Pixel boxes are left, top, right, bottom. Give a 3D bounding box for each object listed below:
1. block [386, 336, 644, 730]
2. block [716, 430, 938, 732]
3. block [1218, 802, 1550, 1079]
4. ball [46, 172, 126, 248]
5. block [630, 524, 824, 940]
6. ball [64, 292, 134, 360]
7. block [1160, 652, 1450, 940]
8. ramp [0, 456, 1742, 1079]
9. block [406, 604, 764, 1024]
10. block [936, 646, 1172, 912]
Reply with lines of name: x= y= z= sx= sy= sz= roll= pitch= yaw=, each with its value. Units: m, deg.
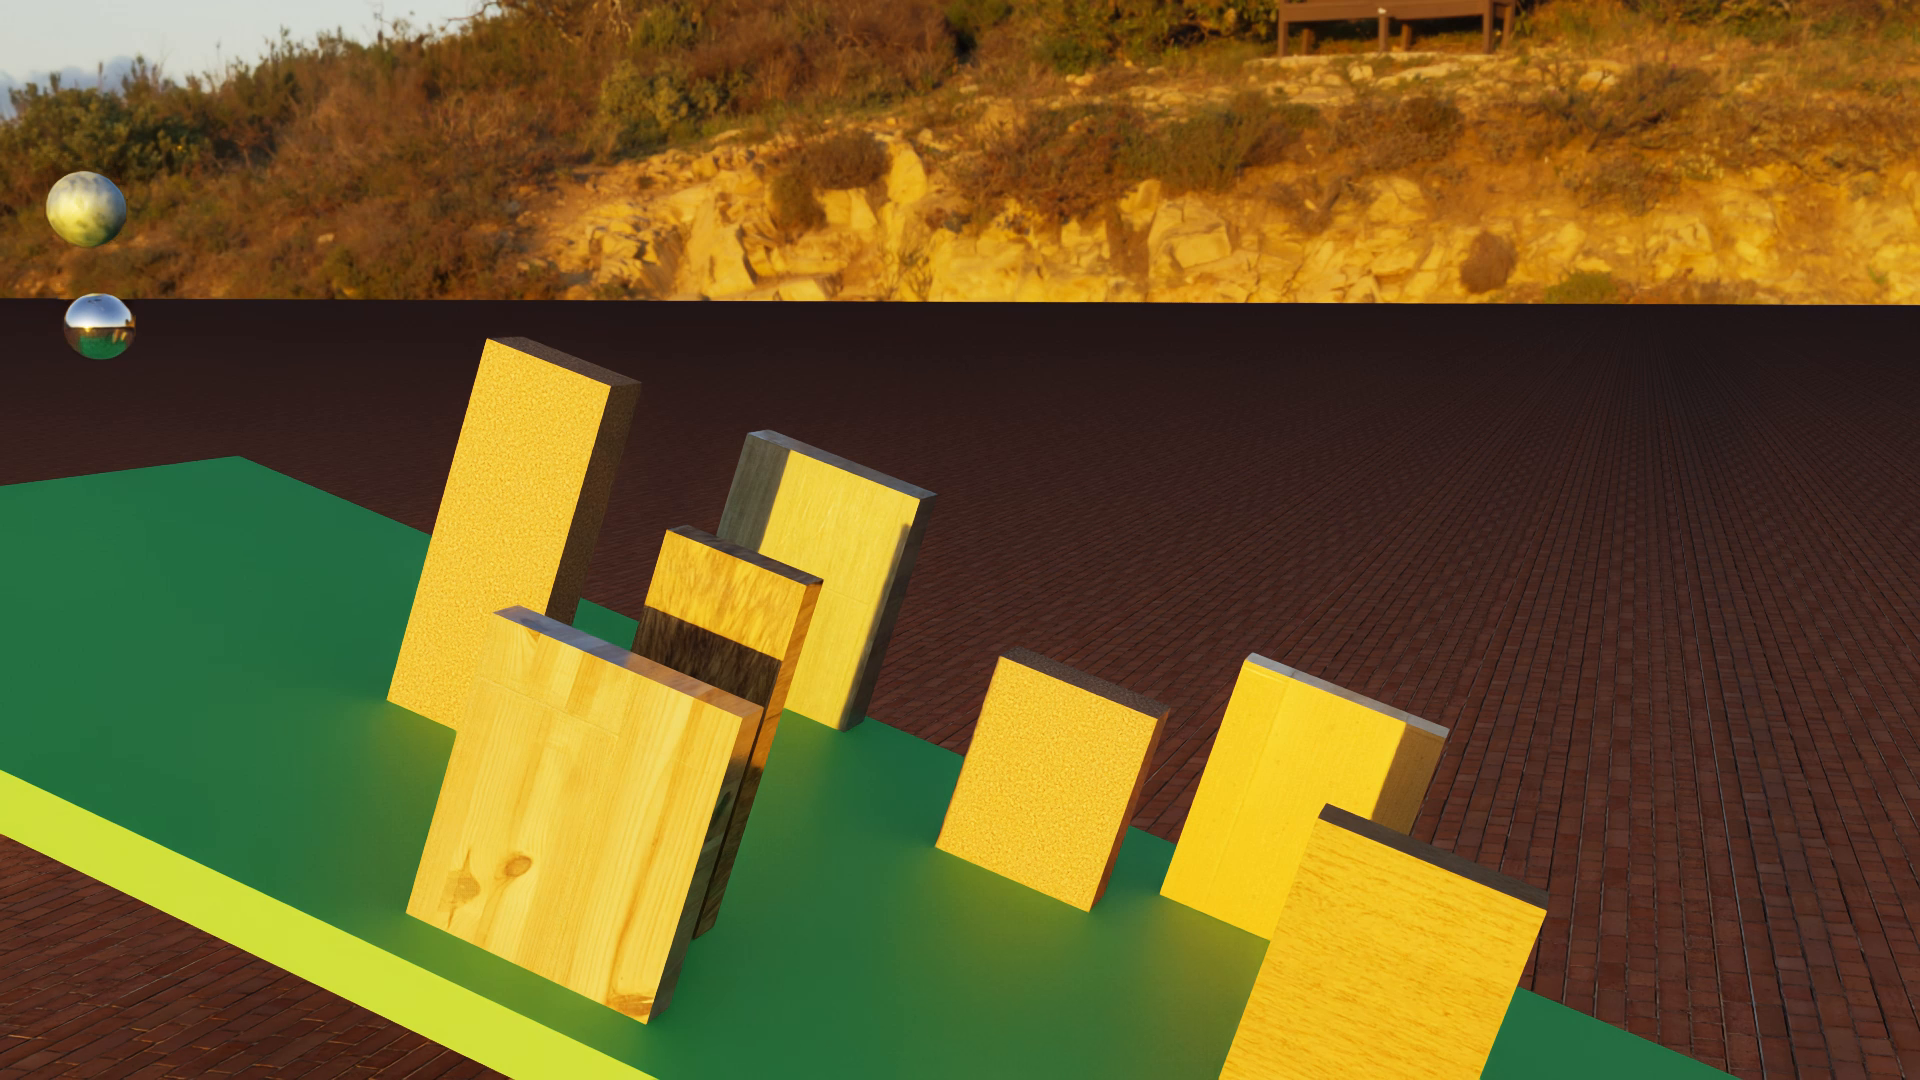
block: x=-0.868 y=0.006 z=4.279 sx=0.271 sy=0.749 sz=0.141 roll=21 pitch=12 yaw=14
block: x=-0.356 y=0.091 z=5.089 sx=0.438 sy=0.572 sz=0.132 roll=21 pitch=12 yaw=14
block: x=0.688 y=0.769 z=3.642 sx=0.386 sy=0.550 sz=0.110 roll=21 pitch=12 yaw=14
ball: x=-1.810 y=-0.685 z=4.556 sx=0.155 sy=0.155 sz=0.155 roll=0 pitch=7 yaw=0
block: x=-0.454 y=0.324 z=3.712 sx=0.260 sy=0.646 sz=0.082 roll=21 pitch=12 yaw=14
ball: x=-1.699 y=-0.422 z=4.342 sx=0.132 sy=0.132 sz=0.132 roll=0 pitch=7 yaw=0
block: x=0.717 y=0.571 z=4.601 sx=0.435 sy=0.541 sz=0.097 roll=21 pitch=12 yaw=14
ramp: x=-0.348 y=0.648 z=4.220 sx=4.000 sy=0.100 sz=2.000 roll=21 pitch=12 yaw=14
block: x=-0.585 y=0.421 z=3.402 sx=0.435 sy=0.514 sz=0.085 roll=21 pitch=12 yaw=14
block: x=0.189 y=0.483 z=4.485 sx=0.344 sy=0.426 sz=0.134 roll=21 pitch=12 yaw=14
